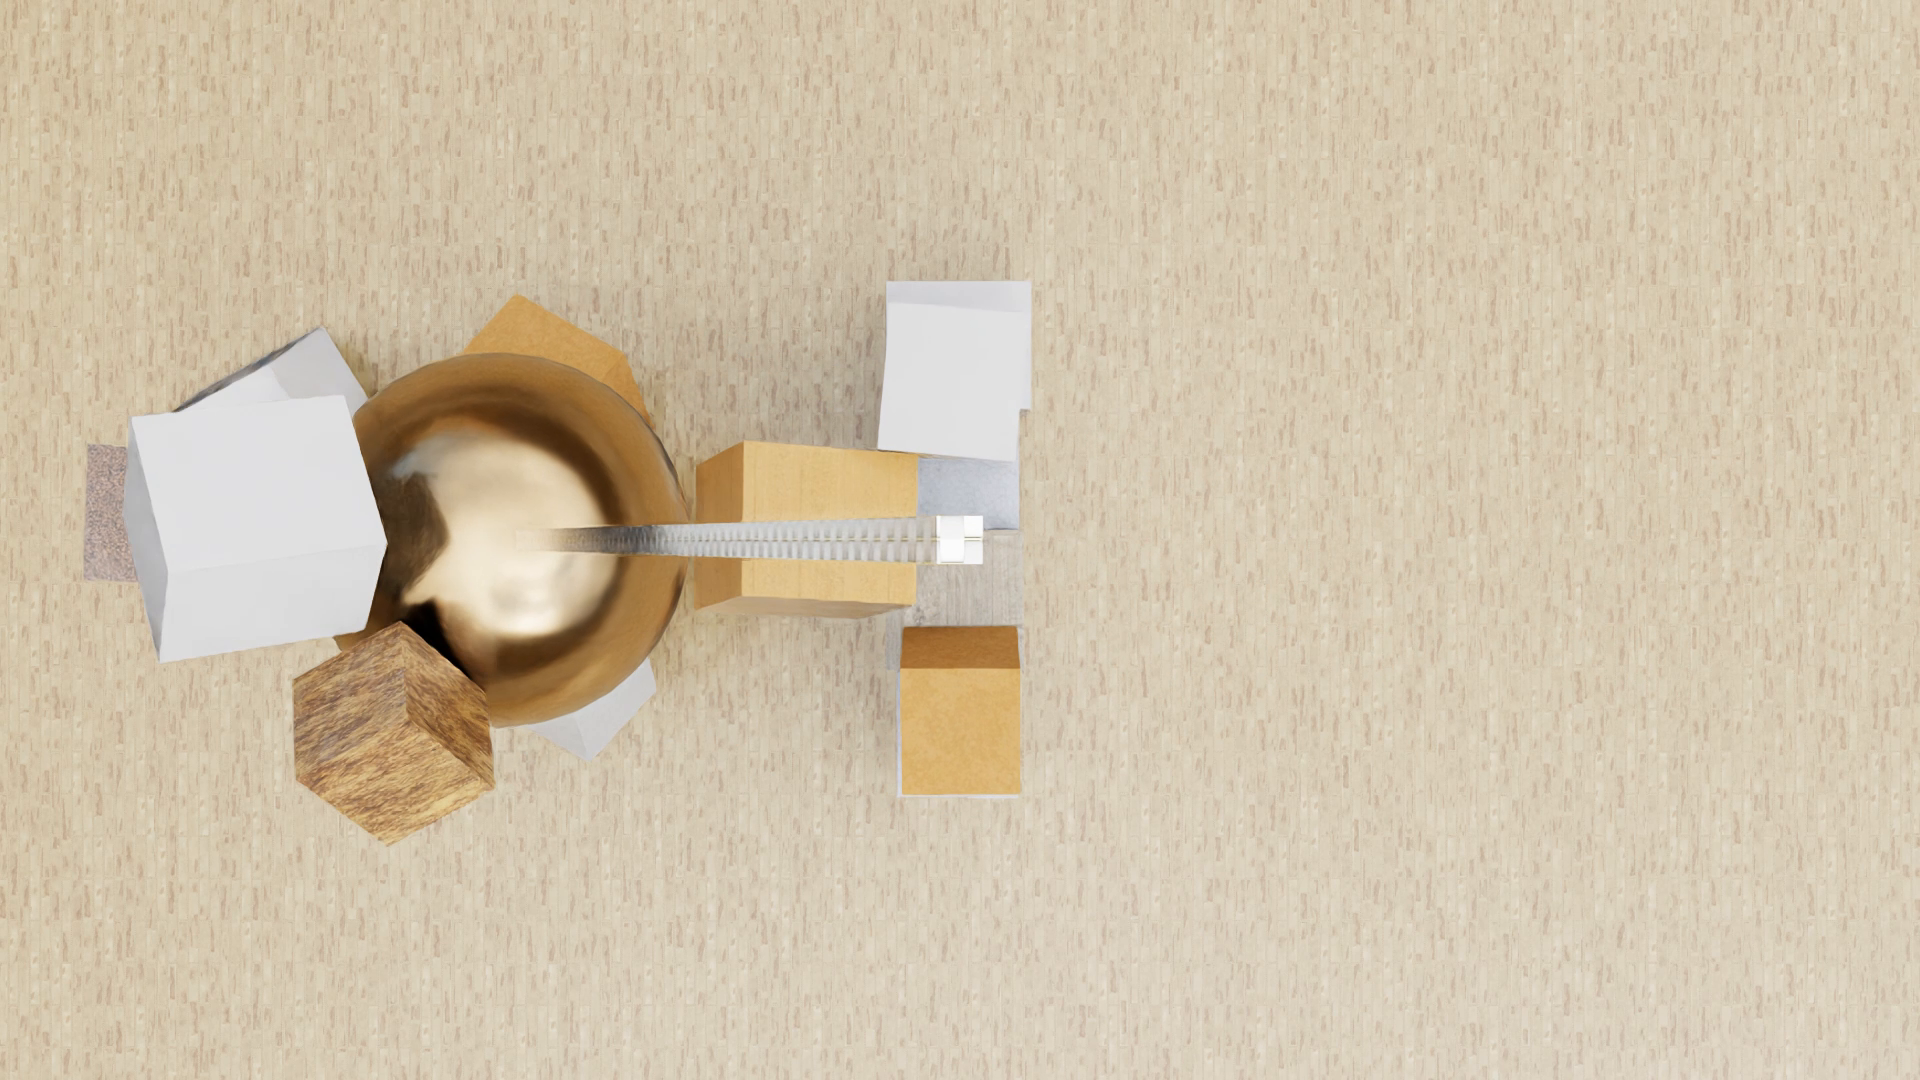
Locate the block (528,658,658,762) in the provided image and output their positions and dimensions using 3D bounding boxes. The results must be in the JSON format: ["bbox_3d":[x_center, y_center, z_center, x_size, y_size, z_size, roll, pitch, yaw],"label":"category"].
[{"bbox_3d":[-2.158,0.735,12.290,0.594,0.594,0.595,25,55,24],"label":"block"}]

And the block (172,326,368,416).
[{"bbox_3d":[-3.874,-0.566,12.405,0.869,0.818,0.807,-25,106,13],"label":"block"}]

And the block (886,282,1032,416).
[{"bbox_3d":[-0.007,-1.086,12.629,0.806,0.743,0.712,0,90,0],"label":"block"}]

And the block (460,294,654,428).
[{"bbox_3d":[-2.320,-0.768,12.407,0.797,0.768,0.671,29,67,20],"label":"block"}]

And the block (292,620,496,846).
[{"bbox_3d":[-2.192,0.752,8.518,0.508,0.553,0.505,-28,46,10],"label":"block"}]

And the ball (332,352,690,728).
[{"bbox_3d":[-1.955,0.000,9.352,1.600,1.600,1.600,0,90,0],"label":"ball"}]

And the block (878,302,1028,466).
[{"bbox_3d":[-0.037,-0.832,11.888,0.724,0.738,0.779,5,90,0],"label":"block"}]

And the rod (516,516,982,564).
[{"bbox_3d":[-0.847,0.000,6.138,0.080,5.200,0.080,0,90,-19],"label":"rod"}]

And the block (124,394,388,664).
[{"bbox_3d":[-2.658,-0.045,8.257,0.768,0.665,0.664,-9,63,-28],"label":"block"}]

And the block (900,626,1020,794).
[{"bbox_3d":[0.003,0.910,11.856,0.624,0.705,0.700,0,106,0],"label":"block"}]

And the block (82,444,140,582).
[{"bbox_3d":[-3.666,-0.120,10.319,0.702,0.739,0.612,2,91,-12],"label":"block"}]

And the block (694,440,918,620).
[{"bbox_3d":[-0.846,-0.034,11.934,0.978,0.825,0.811,4,81,-24],"label":"block"}]

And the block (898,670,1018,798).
[{"bbox_3d":[-0.011,1.093,12.656,0.682,0.687,0.700,0,90,0],"label":"block"}]

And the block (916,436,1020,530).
[{"bbox_3d":[0.006,-0.390,12.676,0.653,0.649,0.664,0,90,0],"label":"block"}]

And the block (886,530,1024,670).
[{"bbox_3d":[-0.029,0.334,12.585,0.757,0.831,0.779,0,90,0],"label":"block"}]
